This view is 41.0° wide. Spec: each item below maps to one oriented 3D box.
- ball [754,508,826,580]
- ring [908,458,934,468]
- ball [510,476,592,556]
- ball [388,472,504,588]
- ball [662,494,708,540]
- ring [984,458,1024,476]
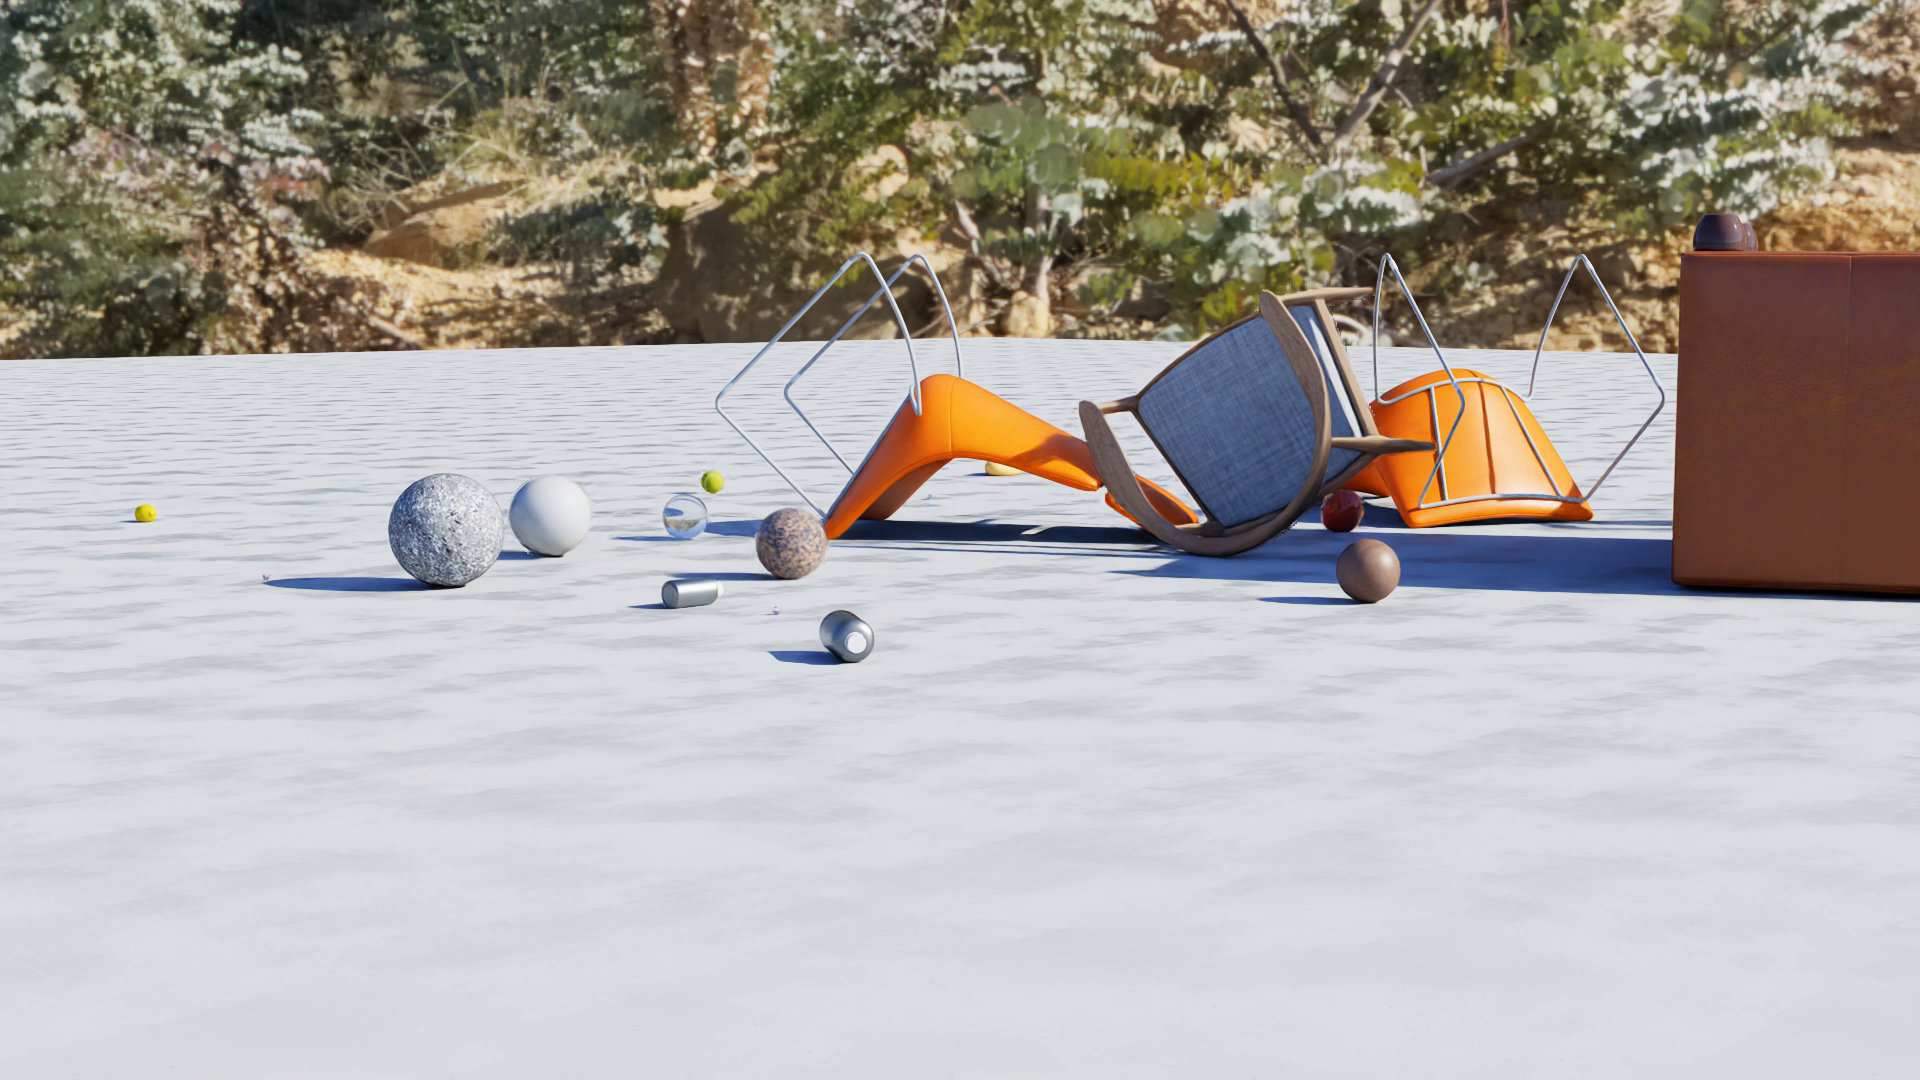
[{"bbox_3d":[-0.368,0.007,5.584,0.157,0.157,0.157,0,6,0],"label":"ball"},{"bbox_3d":[-0.135,-0.267,8.884,0.091,0.025,0.102,-2,7,-9],"label":"ring"},{"bbox_3d":[-0.963,-0.057,6.033,0.191,0.191,0.191,0,6,0],"label":"ball"},{"bbox_3d":[-1.087,-0.021,5.434,0.242,0.242,0.242,0,6,0],"label":"ball"},{"bbox_3d":[-0.687,-0.058,6.411,0.115,0.115,0.115,0,6,0],"label":"ball"},{"bbox_3d":[0.147,-0.242,8.523,0.112,0.049,0.196,4,6,25],"label":"ring"}]
